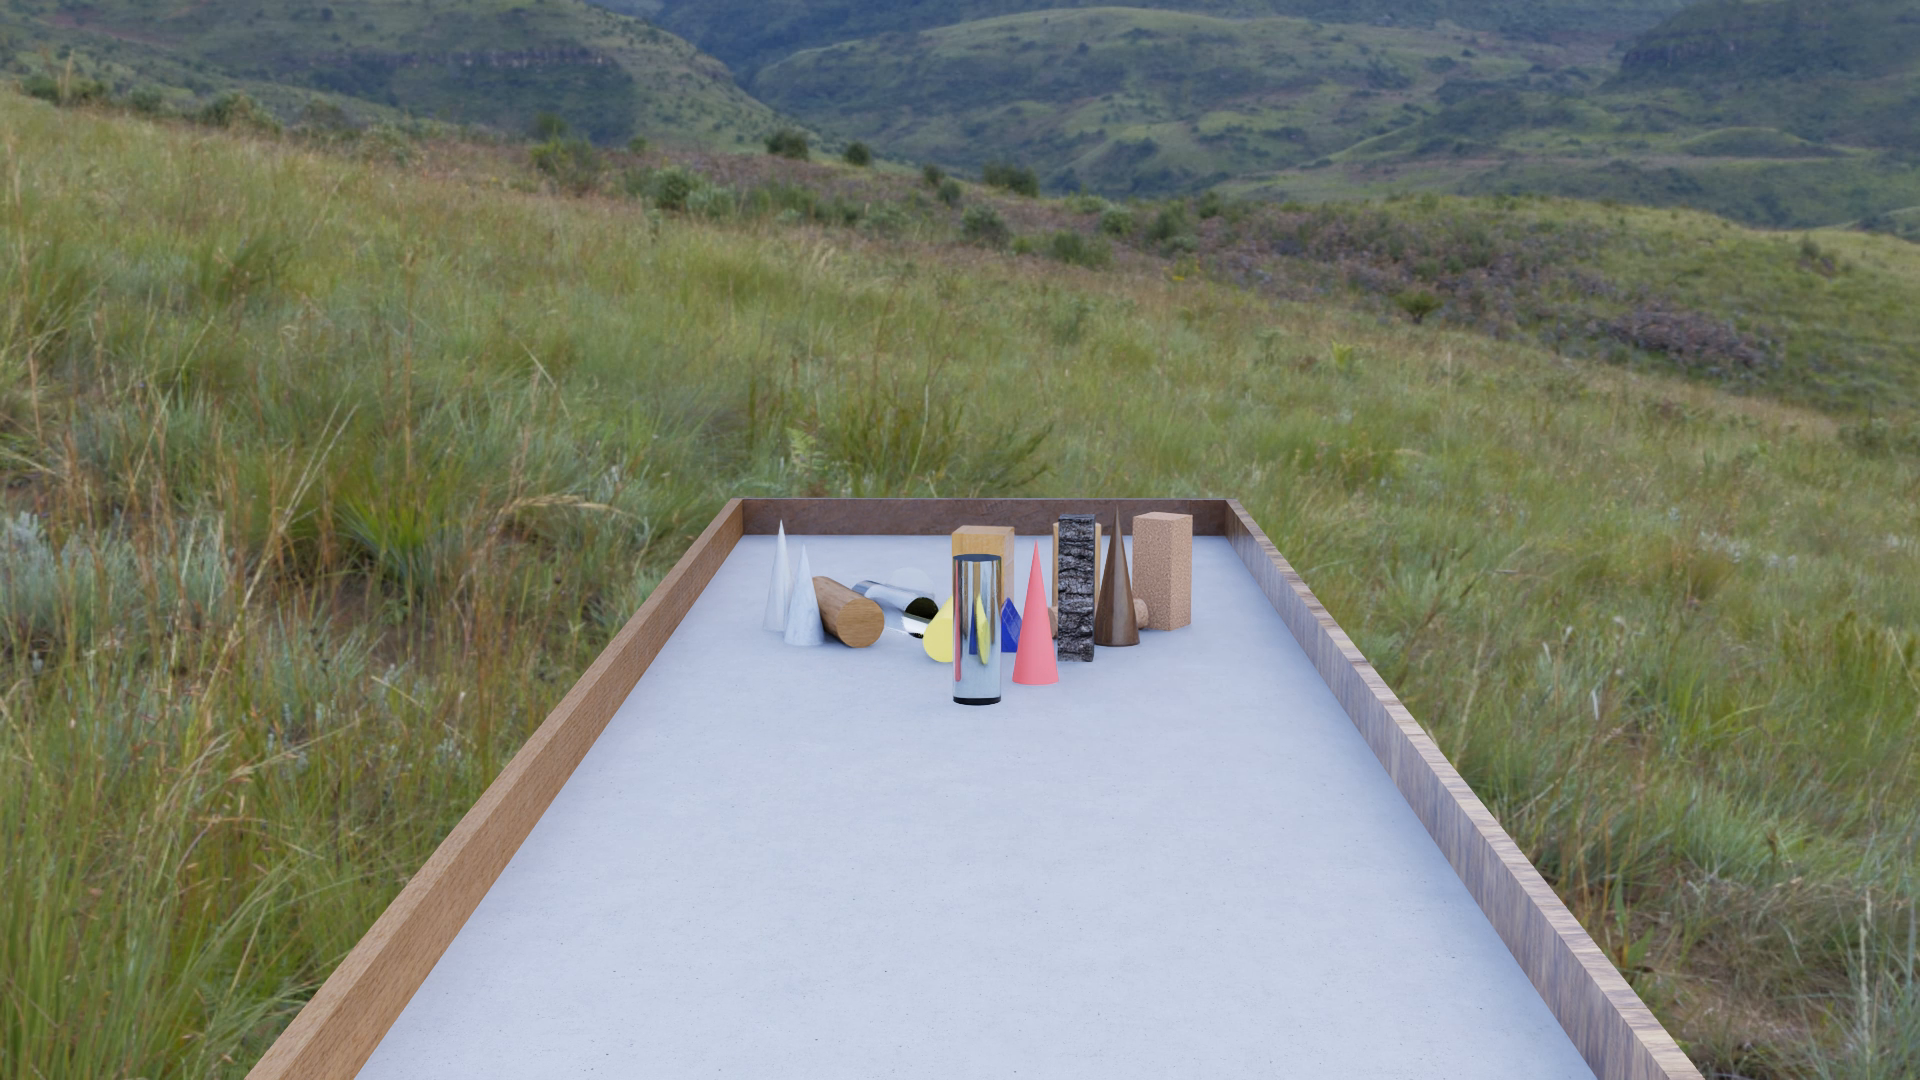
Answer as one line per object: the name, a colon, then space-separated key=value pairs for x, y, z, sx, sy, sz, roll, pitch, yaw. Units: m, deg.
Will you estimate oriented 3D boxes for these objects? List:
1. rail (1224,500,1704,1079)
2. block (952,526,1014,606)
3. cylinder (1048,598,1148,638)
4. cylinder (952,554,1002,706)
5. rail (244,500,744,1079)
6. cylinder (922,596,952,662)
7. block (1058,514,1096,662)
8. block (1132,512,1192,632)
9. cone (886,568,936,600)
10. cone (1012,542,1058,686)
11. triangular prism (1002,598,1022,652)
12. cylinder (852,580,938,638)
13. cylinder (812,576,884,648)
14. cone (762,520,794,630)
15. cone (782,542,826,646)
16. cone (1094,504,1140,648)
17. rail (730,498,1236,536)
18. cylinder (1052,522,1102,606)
rail: x=1.046 y=0.843 z=3.208 sx=0.050 sy=0.150 sz=12.000 roll=0 pitch=9 yaw=1
block: x=0.076 y=0.123 z=7.224 sx=0.174 sy=0.315 sz=0.174 roll=2 pitch=9 yaw=12
cylinder: x=0.434 y=0.253 z=7.088 sx=0.342 sy=0.102 sz=0.102 roll=-5 pitch=10 yaw=-27
cylinder: x=0.048 y=0.249 z=6.142 sx=0.136 sy=0.405 sz=0.136 roll=0 pitch=9 yaw=0
rail: x=-1.004 y=0.839 z=3.234 sx=0.050 sy=0.150 sz=12.000 roll=0 pitch=9 yaw=1
cylinder: x=-0.016 y=0.269 z=6.875 sx=0.137 sy=0.137 sz=0.446 roll=1 pitch=9 yaw=7
block: x=0.355 y=0.145 z=6.698 sx=0.106 sy=0.437 sz=0.106 roll=1 pitch=9 yaw=7
block: x=0.662 y=0.101 z=7.211 sx=0.144 sy=0.363 sz=0.144 roll=6 pitch=11 yaw=33
cone: x=-0.129 y=0.187 z=7.557 sx=0.175 sy=0.175 sz=0.454 roll=2 pitch=-2 yaw=11
cone: x=0.221 y=0.201 z=6.395 sx=0.137 sy=0.421 sz=0.137 roll=0 pitch=9 yaw=0
triangular prism: x=0.138 y=0.265 z=6.973 sx=0.125 sy=0.108 sz=0.333 roll=1 pitch=9 yaw=6
cylinder: x=-0.219 y=0.224 z=7.167 sx=0.135 sy=0.135 sz=0.359 roll=-6 pitch=11 yaw=-32
cylinder: x=-0.387 y=0.228 z=7.065 sx=0.158 sy=0.158 sz=0.430 roll=-3 pitch=10 yaw=-21
cone: x=-0.582 y=0.108 z=7.182 sx=0.134 sy=0.360 sz=0.134 roll=0 pitch=9 yaw=0
cone: x=-0.494 y=0.161 z=6.959 sx=0.137 sy=0.324 sz=0.137 roll=0 pitch=9 yaw=0
cone: x=0.493 y=0.104 z=6.935 sx=0.158 sy=0.443 sz=0.158 roll=0 pitch=9 yaw=0
rail: x=0.099 y=-0.098 z=9.147 sx=2.100 sy=0.150 sz=0.050 roll=0 pitch=9 yaw=1
cylinder: x=0.380 y=0.117 z=7.186 sx=0.157 sy=0.338 sz=0.157 roll=0 pitch=9 yaw=0
